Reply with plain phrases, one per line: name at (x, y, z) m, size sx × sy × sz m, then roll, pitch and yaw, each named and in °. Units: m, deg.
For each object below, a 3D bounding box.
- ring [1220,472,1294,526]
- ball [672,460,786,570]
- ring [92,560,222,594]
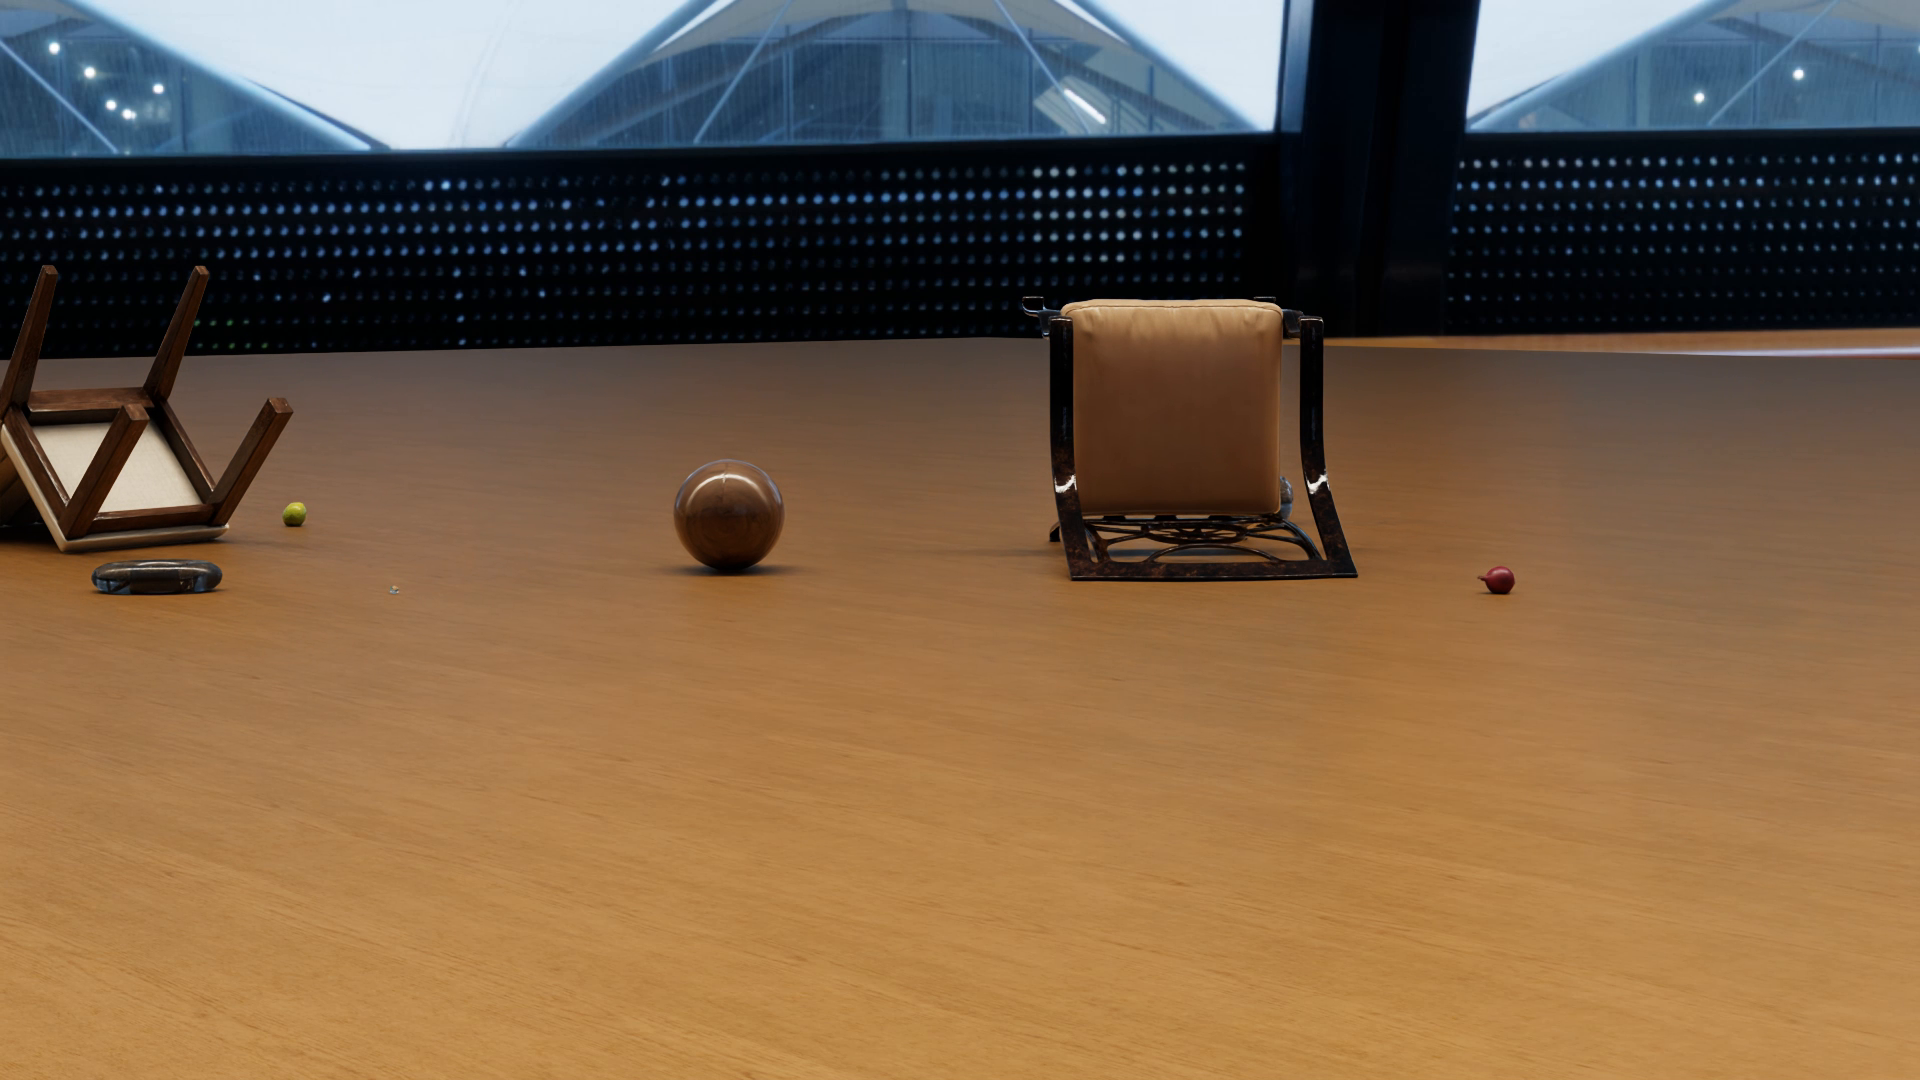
ring at (0.793, -0.108, 6.853) m, size 0.186 × 0.127 × 0.244 m, roll 0°, pitch 7°, yaw -15°
ball at (-0.516, -0.056, 5.738) m, size 0.250 × 0.250 × 0.250 m, roll 0°, pitch 6°, yaw 0°
ring at (-1.680, 0.077, 5.368) m, size 0.270 × 0.062 × 0.144 m, roll -1°, pitch 7°, yaw -2°
